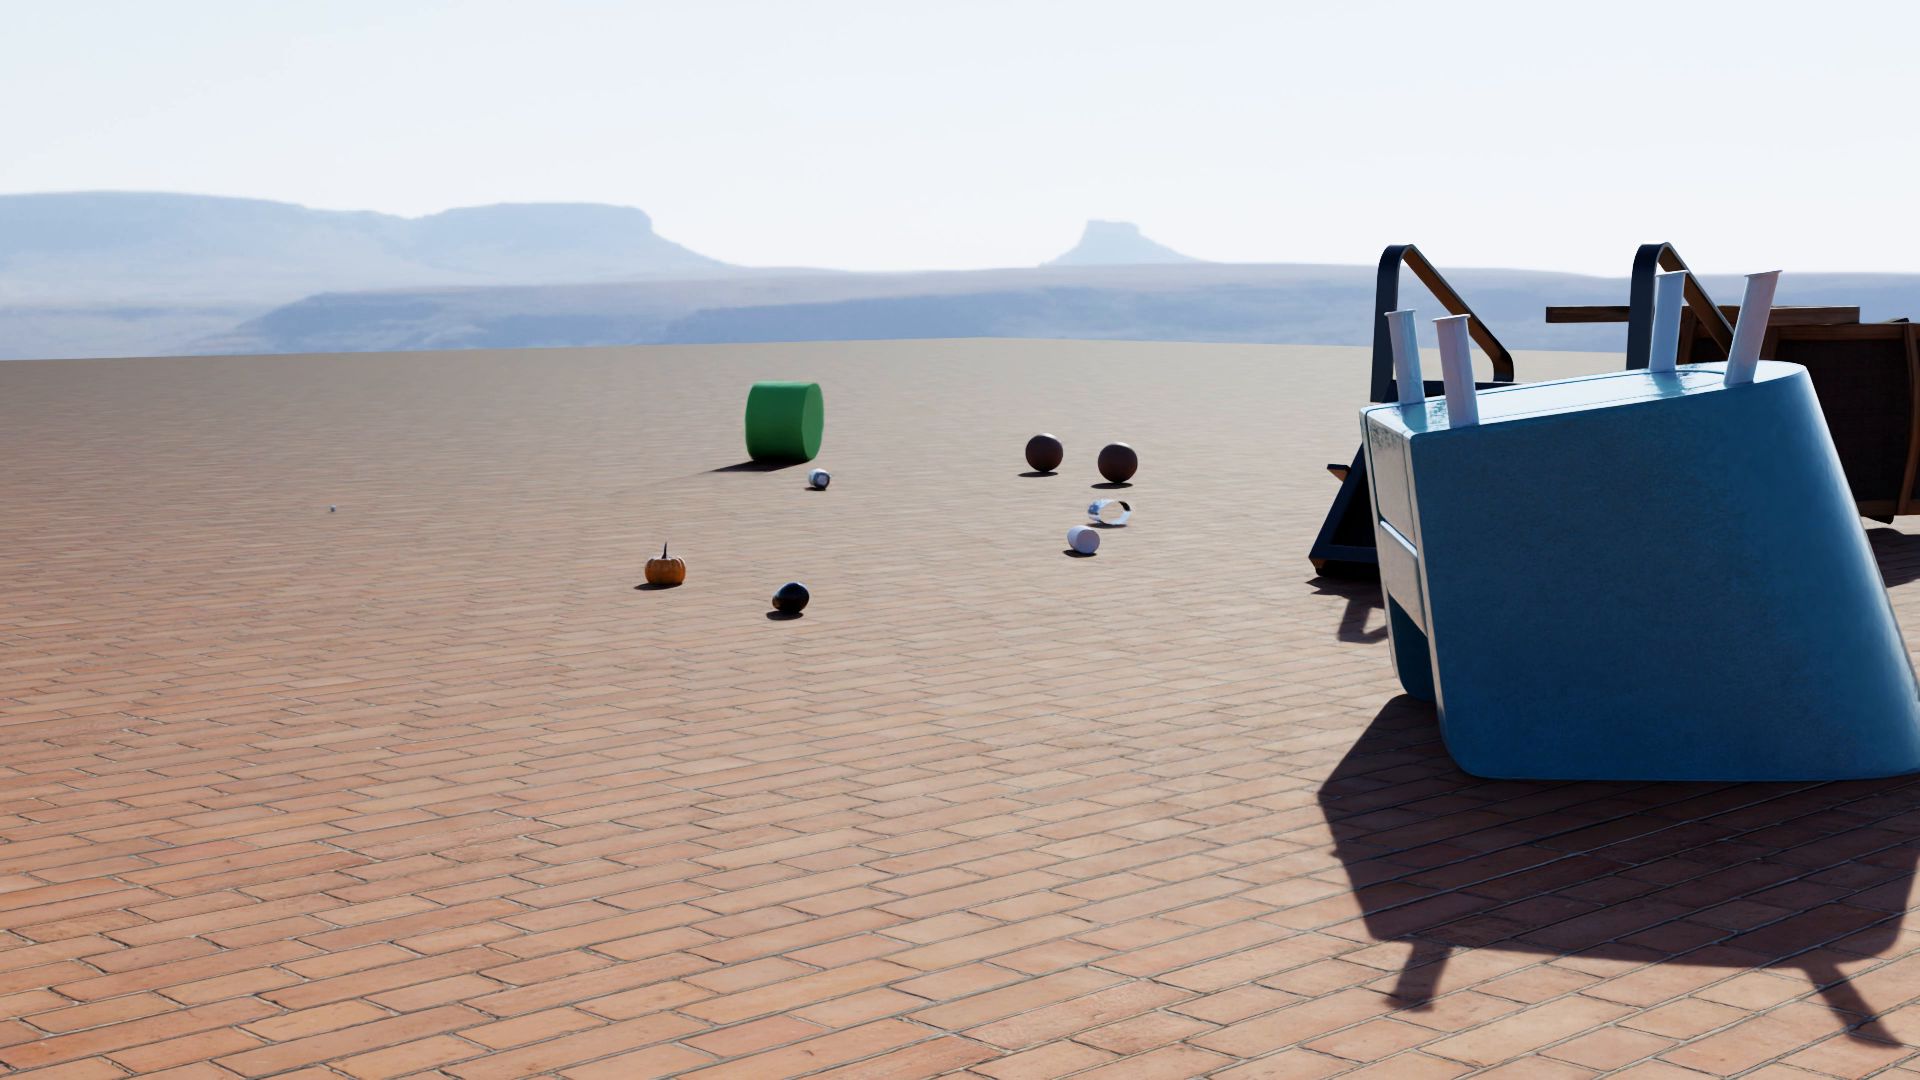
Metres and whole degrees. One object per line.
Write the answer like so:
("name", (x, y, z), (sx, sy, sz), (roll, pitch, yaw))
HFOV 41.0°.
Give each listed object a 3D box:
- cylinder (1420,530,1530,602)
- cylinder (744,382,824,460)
("cylinder", (1.053, 0.054, 5.246), (0.143, 0.133, 0.165), (1, 4, -36))
("cylinder", (-0.627, -0.424, 9.169), (0.211, 0.290, 0.255), (1, -32, 13))
